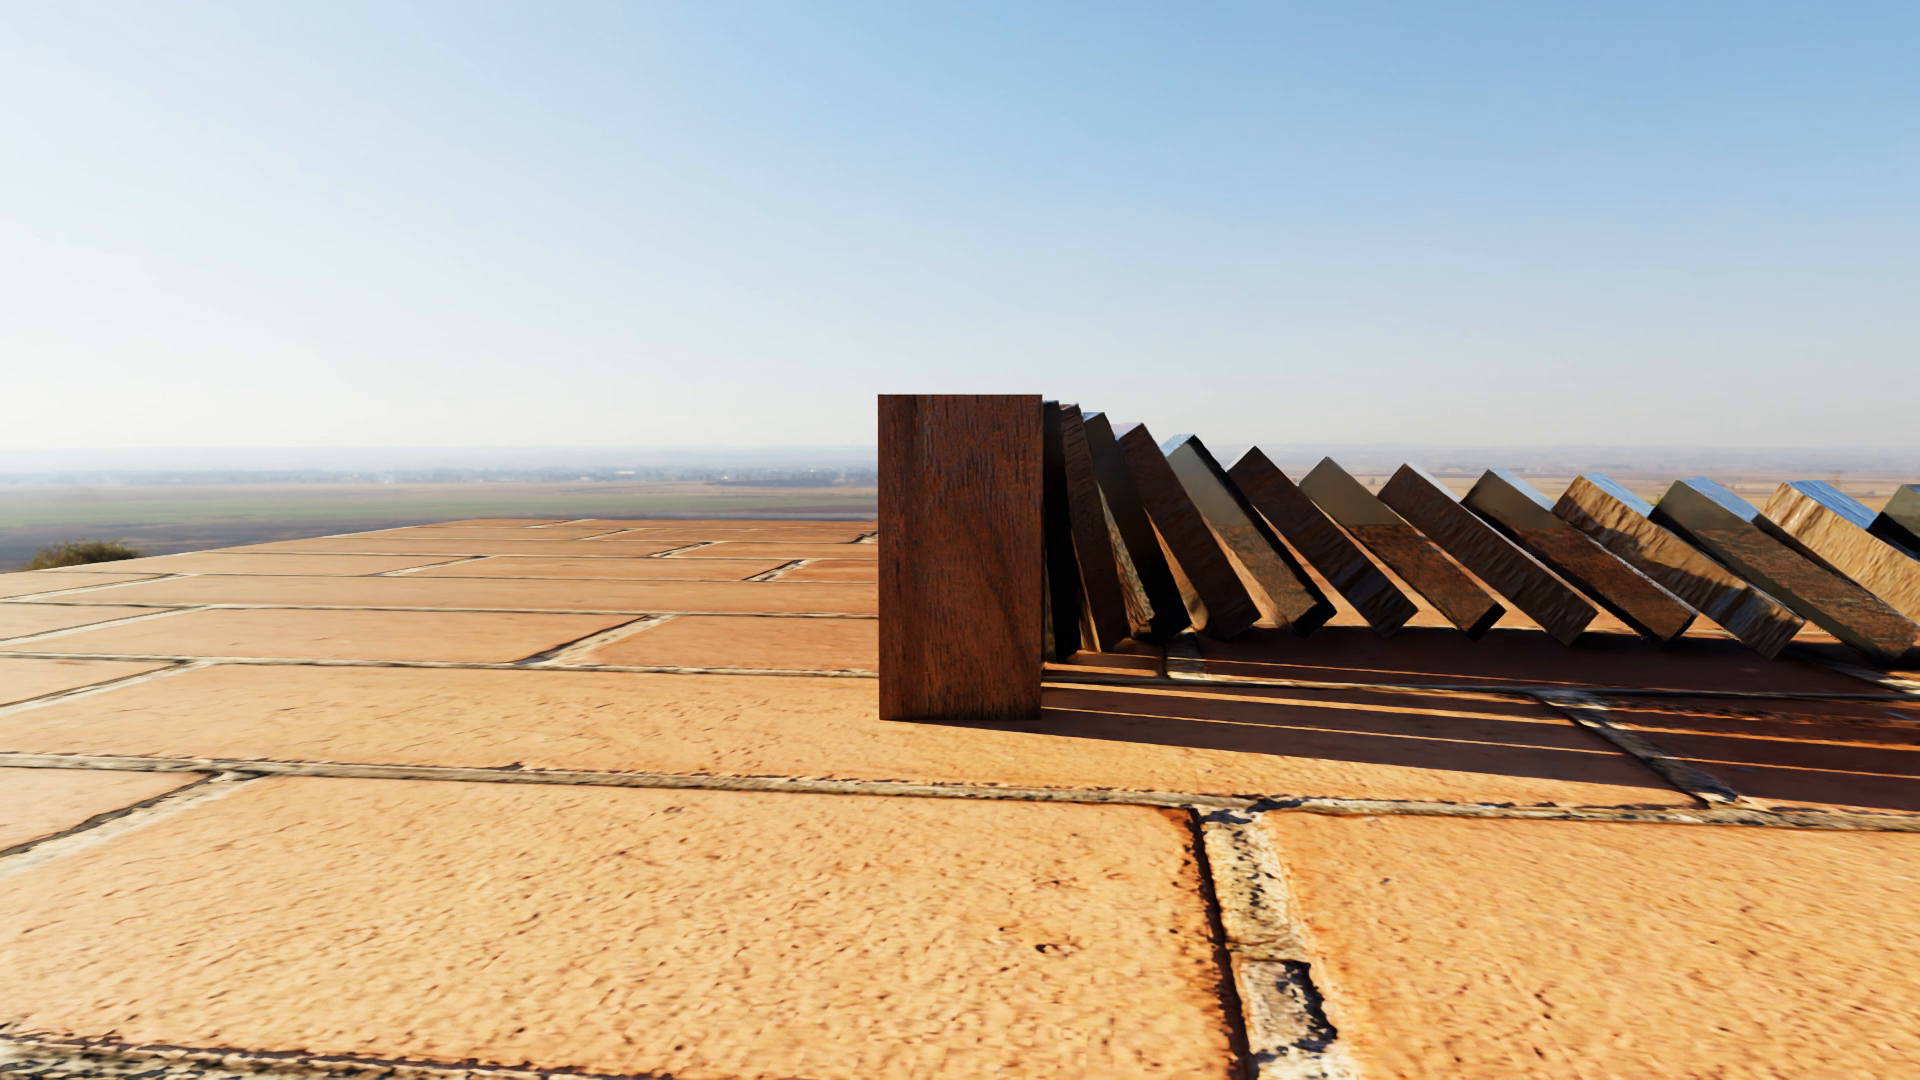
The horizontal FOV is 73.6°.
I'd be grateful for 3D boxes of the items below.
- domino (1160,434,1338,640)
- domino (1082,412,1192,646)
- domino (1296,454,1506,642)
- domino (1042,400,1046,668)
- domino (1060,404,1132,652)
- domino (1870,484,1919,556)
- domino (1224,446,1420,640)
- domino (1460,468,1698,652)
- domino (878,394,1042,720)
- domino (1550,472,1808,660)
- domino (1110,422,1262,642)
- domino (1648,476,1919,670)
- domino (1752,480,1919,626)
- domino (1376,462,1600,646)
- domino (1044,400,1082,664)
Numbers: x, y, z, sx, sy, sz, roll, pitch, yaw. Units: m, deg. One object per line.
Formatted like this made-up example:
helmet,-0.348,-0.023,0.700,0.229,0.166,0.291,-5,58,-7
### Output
domino,0.062,-0.001,0.289,0.010,0.050,0.025,-39,4,2
domino,0.031,-0.003,0.277,0.010,0.050,0.025,-29,15,-19
domino,0.099,0.001,0.290,0.050,0.010,0.025,43,14,9
domino,0.002,-0.001,0.239,0.025,0.050,0.009,1,8,16
domino,0.018,-0.003,0.266,0.009,0.050,0.025,-26,19,-35
domino,0.200,0.007,0.237,0.025,0.009,0.050,-2,37,-30
domino,0.081,0.000,0.291,0.009,0.050,0.025,-45,-4,10
domino,0.135,0.003,0.280,0.050,0.009,0.025,42,23,21
domino,0.000,0.002,0.201,0.025,0.050,0.009,0,4,0
domino,0.153,0.004,0.272,0.050,0.010,0.025,42,26,26
domino,0.046,-0.002,0.285,0.010,0.050,0.025,-34,9,-6
domino,0.169,0.005,0.261,0.025,0.010,0.050,-5,40,-48
domino,0.184,0.006,0.250,0.025,0.010,0.050,-4,38,-42
domino,0.117,0.002,0.286,0.050,0.010,0.025,42,18,15
domino,0.009,-0.002,0.254,0.025,0.050,0.009,3,16,36
